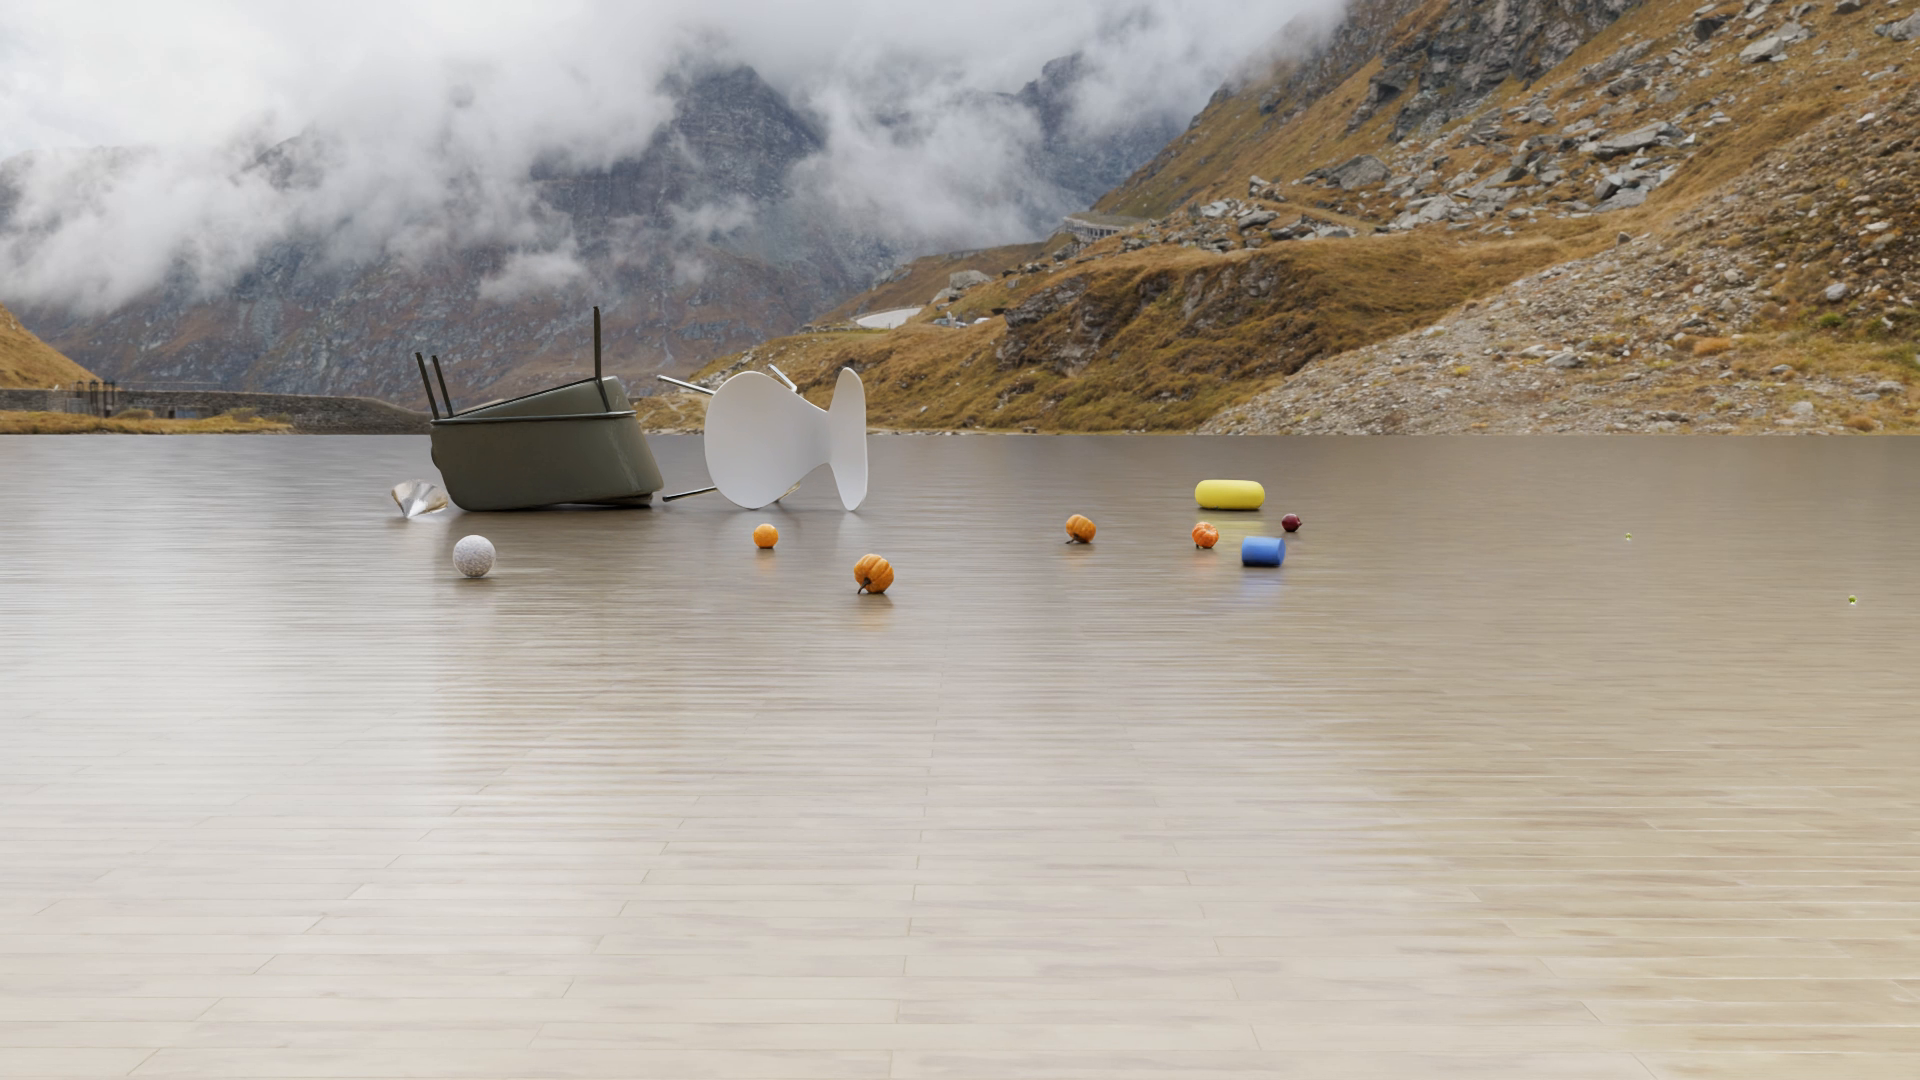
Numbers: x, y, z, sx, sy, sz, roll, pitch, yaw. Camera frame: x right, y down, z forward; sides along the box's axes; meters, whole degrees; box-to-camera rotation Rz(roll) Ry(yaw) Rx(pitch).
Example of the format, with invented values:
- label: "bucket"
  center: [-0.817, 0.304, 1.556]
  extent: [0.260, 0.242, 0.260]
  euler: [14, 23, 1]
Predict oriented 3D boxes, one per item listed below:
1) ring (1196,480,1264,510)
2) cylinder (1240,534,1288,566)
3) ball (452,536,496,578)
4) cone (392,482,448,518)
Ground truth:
- label: "ring"
  center: [1.015, -0.170, 8.280]
  extent: [0.235, 0.105, 0.405]
  euler: [0, 3, -13]
- label: "cylinder"
  center: [0.774, 0.031, 5.605]
  extent: [0.093, 0.068, 0.102]
  euler: [-18, -13, 26]
- label: "ball"
  center: [-1.158, 0.039, 5.244]
  extent: [0.101, 0.101, 0.101]
  euler: [0, 4, 0]
- label: "cone"
  center: [-1.935, -0.115, 7.784]
  extent: [0.202, 0.119, 0.215]
  euler: [10, 19, -5]
